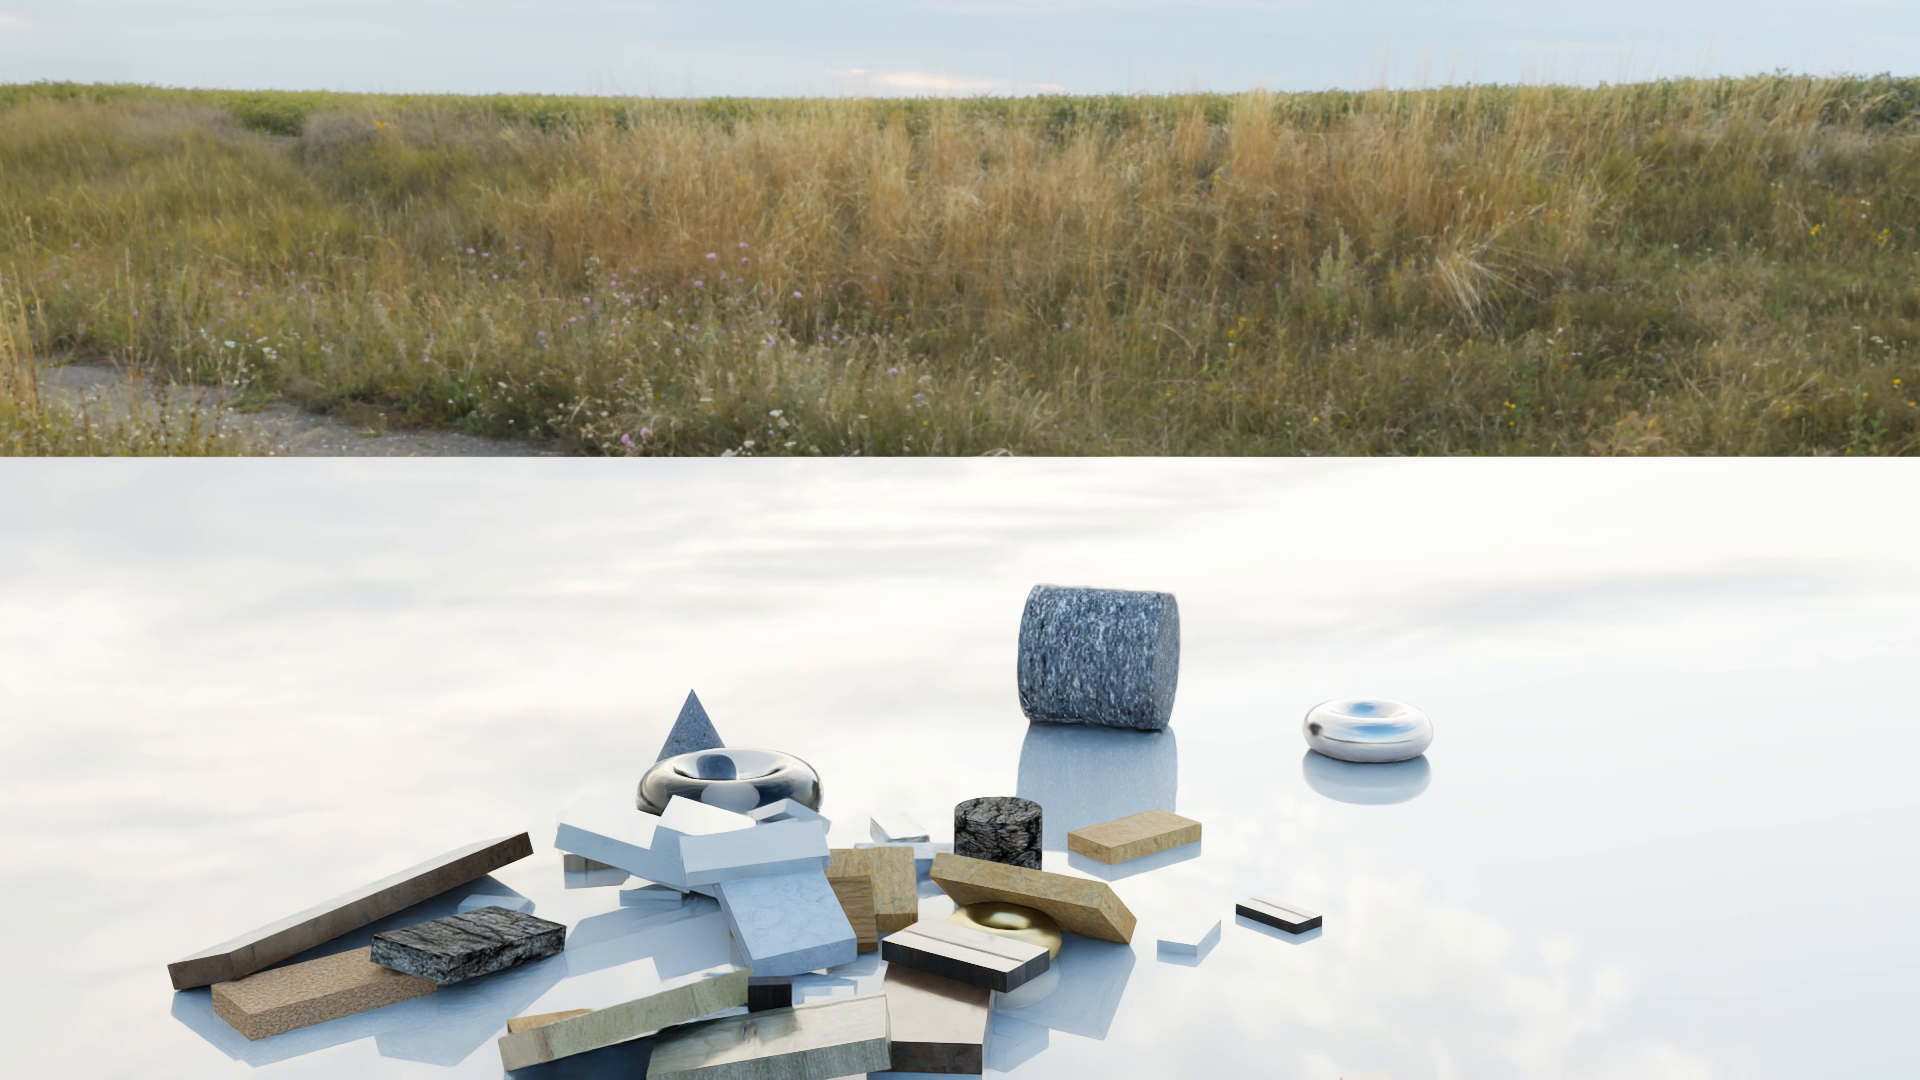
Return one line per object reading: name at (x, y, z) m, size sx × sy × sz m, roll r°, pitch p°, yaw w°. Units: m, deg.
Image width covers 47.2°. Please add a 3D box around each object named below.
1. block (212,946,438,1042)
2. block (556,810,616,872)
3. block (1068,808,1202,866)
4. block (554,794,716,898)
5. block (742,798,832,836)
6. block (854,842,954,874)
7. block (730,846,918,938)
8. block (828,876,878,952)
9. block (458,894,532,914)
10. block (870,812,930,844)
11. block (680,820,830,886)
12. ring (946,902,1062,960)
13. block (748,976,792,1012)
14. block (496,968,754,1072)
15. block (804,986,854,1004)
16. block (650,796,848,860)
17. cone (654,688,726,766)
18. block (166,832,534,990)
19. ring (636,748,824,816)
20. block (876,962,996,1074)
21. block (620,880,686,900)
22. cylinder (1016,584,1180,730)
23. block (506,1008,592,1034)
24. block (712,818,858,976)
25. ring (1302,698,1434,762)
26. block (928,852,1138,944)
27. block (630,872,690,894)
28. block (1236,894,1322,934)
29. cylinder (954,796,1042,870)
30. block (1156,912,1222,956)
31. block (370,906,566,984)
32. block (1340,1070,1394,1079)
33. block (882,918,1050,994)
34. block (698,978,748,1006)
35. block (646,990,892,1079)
block at (-0.926, 0.655, 3.210) m, size 0.283 × 0.040 × 0.141 m, roll -9°, pitch 14°, yaw -39°
block at (-0.654, 0.530, 3.907) m, size 0.112 × 0.032 × 0.254 m, roll -2°, pitch 11°, yaw -13°
block at (0.312, 0.527, 3.919) m, size 0.223 × 0.032 × 0.112 m, roll -8°, pitch 13°, yaw -38°
block at (-0.503, 0.517, 3.689) m, size 0.322 × 0.046 × 0.161 m, roll 17°, pitch 11°, yaw 1°
block at (-0.312, 0.493, 3.791) m, size 0.093 × 0.026 × 0.186 m, roll 32°, pitch -33°, yaw -25°
block at (-0.080, 0.546, 3.781) m, size 0.186 × 0.026 × 0.093 m, roll 2°, pitch 8°, yaw -19°
block at (-0.220, 0.564, 3.529) m, size 0.298 × 0.042 × 0.149 m, roll -1°, pitch 36°, yaw -5°
block at (-0.171, 0.586, 3.448) m, size 0.072 × 0.021 × 0.145 m, roll -2°, pitch 36°, yaw -6°
block at (-0.759, 0.597, 3.589) m, size 0.104 × 0.015 × 0.052 m, roll 2°, pitch 11°, yaw 12°
block at (-0.109, 0.524, 3.970) m, size 0.072 × 0.021 × 0.145 m, roll -3°, pitch 11°, yaw -18°
block at (-0.324, 0.493, 3.465) m, size 0.226 × 0.026 × 0.093 m, roll -6°, pitch 29°, yaw -11°
ring at (0.065, 0.610, 3.391) m, size 0.185 × 0.062 × 0.185 m, roll 4°, pitch 10°, yaw -1°
block at (-0.261, 0.650, 3.025) m, size 0.059 × 0.119 × 0.017 m, roll -1°, pitch 32°, yaw -6°
block at (-0.452, 0.655, 3.007) m, size 0.318 × 0.045 × 0.159 m, roll -9°, pitch -11°, yaw -36°
block at (-0.186, 0.676, 3.150) m, size 0.072 × 0.021 × 0.145 m, roll -1°, pitch 11°, yaw -5°
block at (-0.345, 0.518, 3.682) m, size 0.322 × 0.046 × 0.161 m, roll 17°, pitch 11°, yaw -1°
cone at (-0.520, 0.379, 4.290) m, size 0.189 × 0.189 × 0.189 m, roll 0°, pitch 11°, yaw 0°
block at (-0.948, 0.580, 3.492) m, size 0.141 × 0.040 × 0.650 m, roll -15°, pitch 1°, yaw 31°
ring at (-0.421, 0.467, 4.026) m, size 0.345 × 0.115 × 0.345 m, roll 0°, pitch 9°, yaw 0°
block at (-0.036, 0.669, 3.120) m, size 0.158 × 0.045 × 0.315 m, roll 1°, pitch 11°, yaw 4°
block at (-0.511, 0.583, 3.666) m, size 0.104 × 0.015 × 0.052 m, roll 1°, pitch 11°, yaw 5°
cylinder at (0.300, 0.249, 4.704) m, size 0.292 × 0.292 × 0.292 m, roll 3°, pitch 11°, yaw 16°
block at (-0.574, 0.687, 3.103) m, size 0.119 × 0.017 × 0.059 m, roll -4°, pitch 11°, yaw -20°
block at (-0.286, 0.557, 3.425) m, size 0.161 × 0.046 × 0.322 m, roll -9°, pitch 30°, yaw -18°
ring at (0.837, 0.389, 4.513) m, size 0.268 × 0.089 × 0.268 m, roll 0°, pitch 9°, yaw 0°
block at (0.115, 0.563, 3.463) m, size 0.298 × 0.042 × 0.149 m, roll 6°, pitch -28°, yaw 29°
block at (-0.493, 0.558, 3.662) m, size 0.104 × 0.015 × 0.052 m, roll 17°, pitch 11°, yaw 3°
block at (0.514, 0.603, 3.546) m, size 0.064 × 0.018 × 0.129 m, roll -9°, pitch 14°, yaw -40°
cylinder at (0.063, 0.518, 3.654) m, size 0.147 × 0.147 × 0.147 m, roll 0°, pitch 11°, yaw 0°
block at (0.361, 0.620, 3.457) m, size 0.064 × 0.018 × 0.129 m, roll 5°, pitch 11°, yaw 23°
block at (-0.737, 0.608, 3.315) m, size 0.141 × 0.040 × 0.283 m, roll 10°, pitch 5°, yaw 26°
block at (0.555, 0.730, 2.868) m, size 0.064 × 0.018 × 0.129 m, roll -4°, pitch 11°, yaw -19°
block at (0.008, 0.609, 3.233) m, size 0.223 × 0.032 × 0.112 m, roll 7°, pitch 13°, yaw 35°
block at (-0.330, 0.664, 3.225) m, size 0.119 × 0.017 × 0.059 m, roll 1°, pitch 11°, yaw 7°
block at (-0.251, 0.678, 2.937) m, size 0.315 × 0.045 × 0.157 m, roll -9°, pitch 11°, yaw 0°
